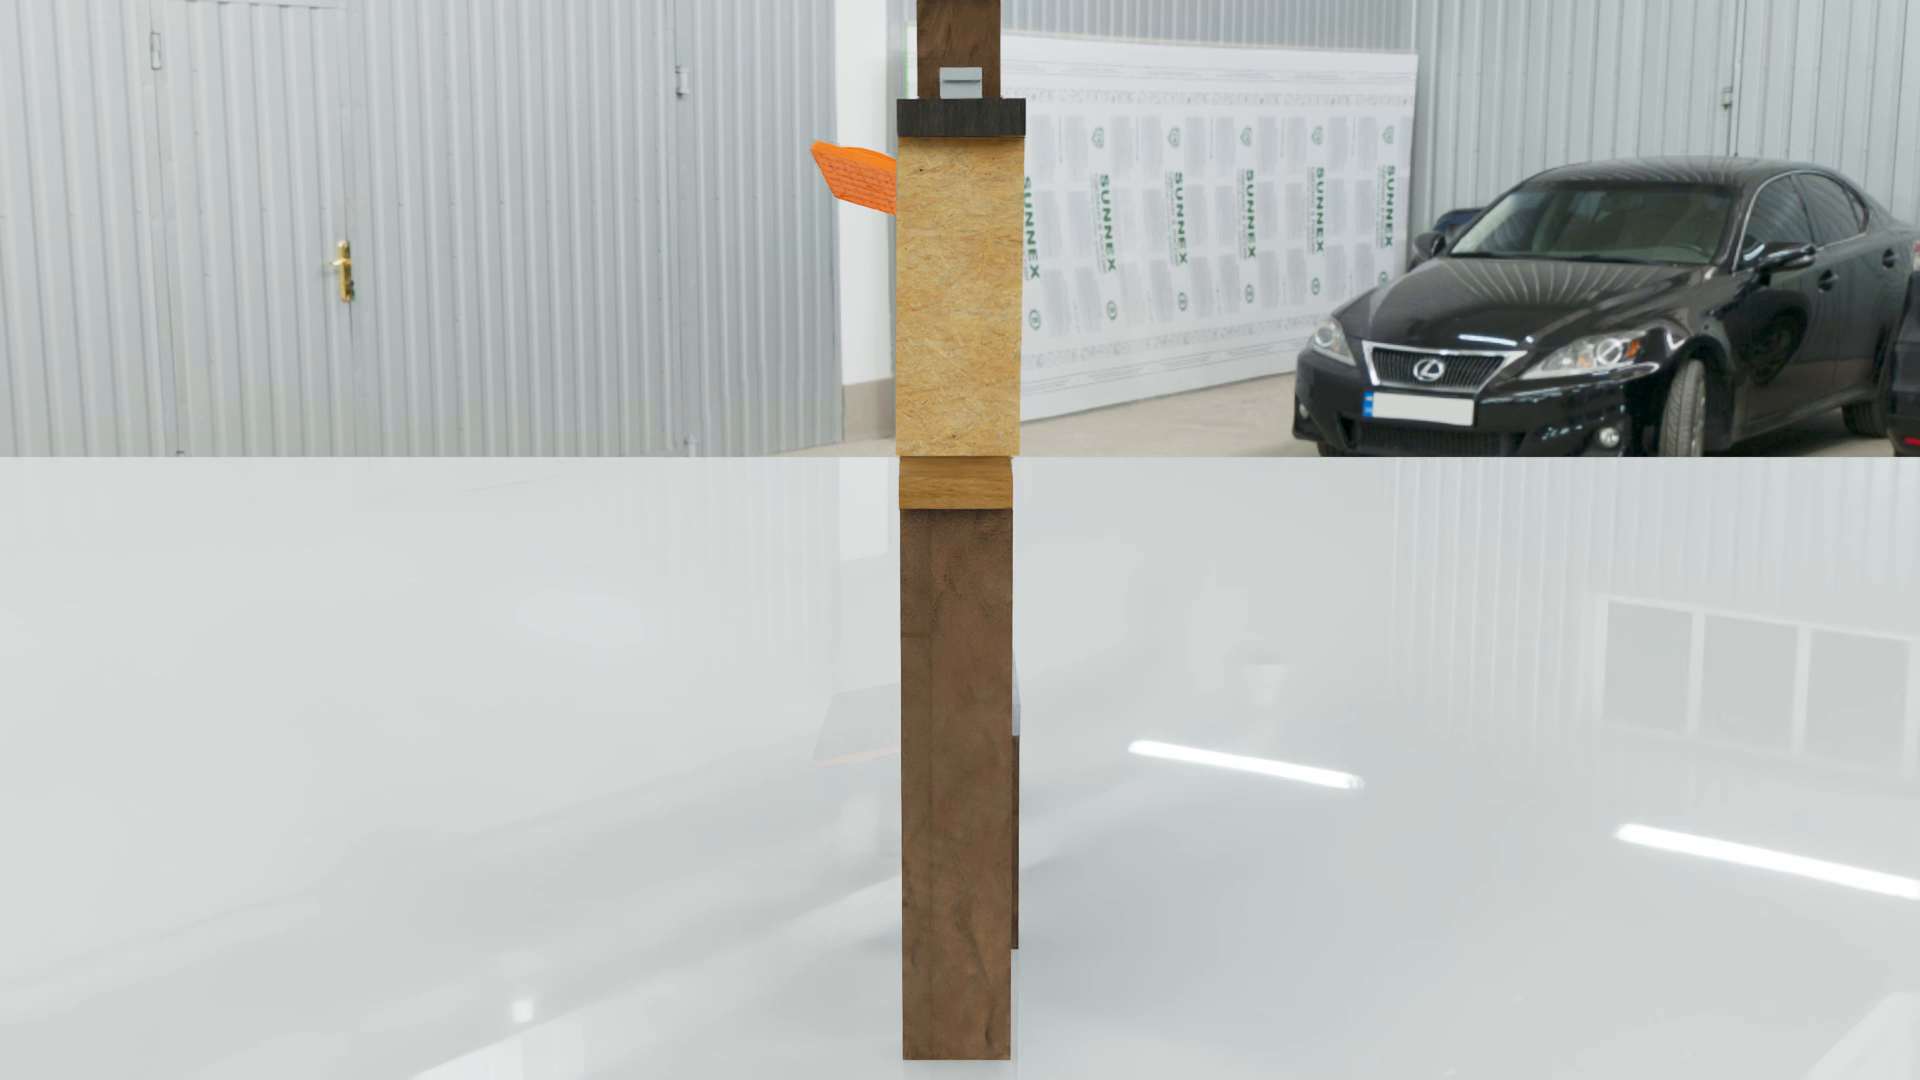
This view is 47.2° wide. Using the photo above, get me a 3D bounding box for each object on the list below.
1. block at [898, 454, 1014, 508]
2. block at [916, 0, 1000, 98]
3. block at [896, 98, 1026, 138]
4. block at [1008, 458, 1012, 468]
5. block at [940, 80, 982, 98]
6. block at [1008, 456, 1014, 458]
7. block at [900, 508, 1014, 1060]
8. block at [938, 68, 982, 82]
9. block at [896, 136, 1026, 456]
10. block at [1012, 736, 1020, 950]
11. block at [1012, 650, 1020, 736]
[{"bbox_3d":[-0.008,-0.089,2.985,0.148,0.042,0.296,0,11,-1],"label":"block"},{"bbox_3d":[-0.002,-0.711,3.388,0.128,0.257,0.036,0,10,0],"label":"block"},{"bbox_3d":[0.002,-0.585,3.063,0.170,0.048,0.339,0,10,0],"label":"block"},{"bbox_3d":[-0.004,0.033,3.508,0.174,0.347,0.049,0,11,0],"label":"block"},{"bbox_3d":[0.001,-0.470,3.281,0.061,0.423,0.017,0,10,-1],"label":"block"},{"bbox_3d":[-0.005,-0.183,3.587,0.174,0.049,0.347,0,11,0],"label":"block"},{"bbox_3d":[-0.005,0.329,2.962,0.148,0.771,0.042,0,10,0],"label":"block"},{"bbox_3d":[0.000,-0.694,3.281,0.061,0.017,0.122,0,10,-1],"label":"block"},{"bbox_3d":[-0.001,-0.331,2.994,0.170,0.428,0.048,1,10,-1],"label":"block"},{"bbox_3d":[0.003,0.458,3.412,0.176,0.353,0.050,0,11,0],"label":"block"},{"bbox_3d":[0.003,0.239,3.491,0.176,0.050,0.353,0,11,0],"label":"block"}]
